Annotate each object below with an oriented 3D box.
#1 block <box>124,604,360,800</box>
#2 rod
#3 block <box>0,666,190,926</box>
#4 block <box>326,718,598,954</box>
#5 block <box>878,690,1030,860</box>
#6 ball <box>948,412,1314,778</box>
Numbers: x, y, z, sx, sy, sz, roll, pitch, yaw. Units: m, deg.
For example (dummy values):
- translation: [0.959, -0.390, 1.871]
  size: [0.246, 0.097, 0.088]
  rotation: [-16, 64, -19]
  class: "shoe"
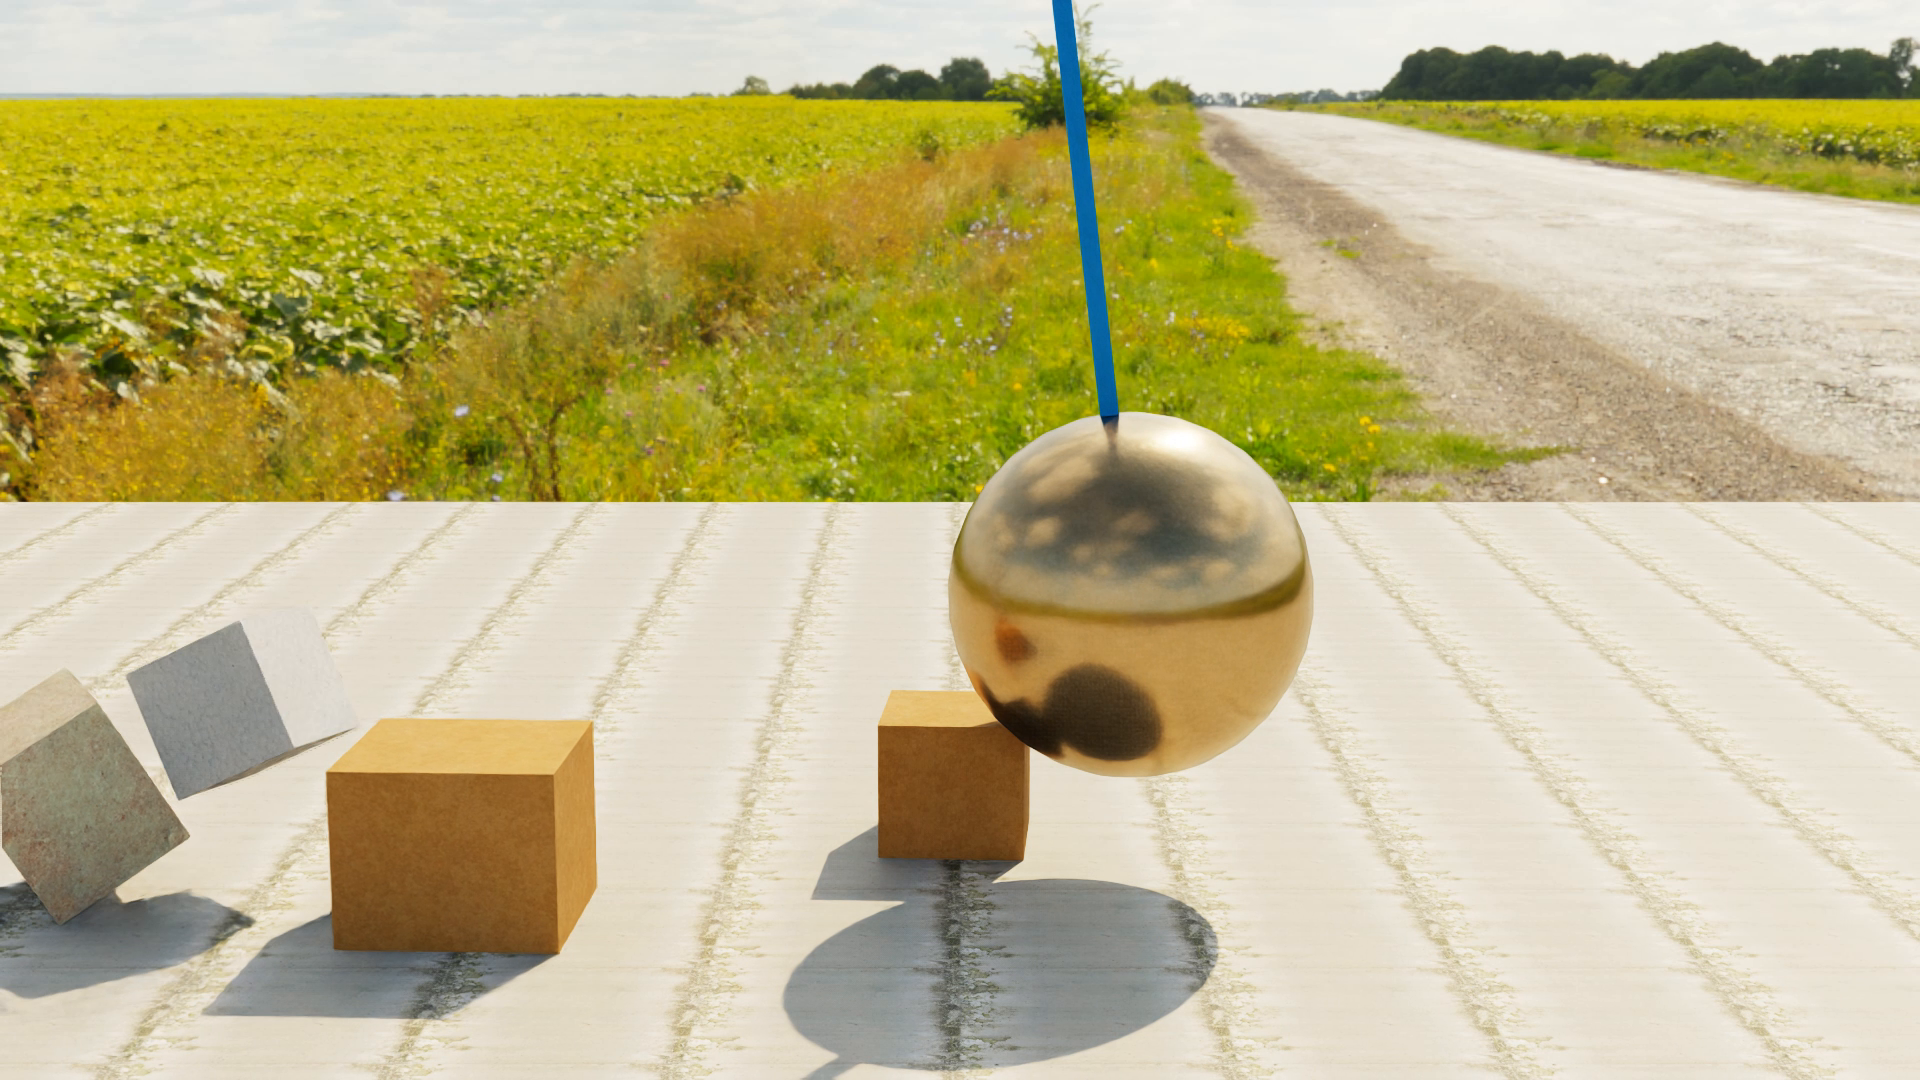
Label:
- translation: [-3.110, 0.698, 11.151]
  size: [0.633, 0.586, 0.541]
  rotation: [-24, -1, 18]
  class: "block"
- translation: [0.323, -3.080, 10.620]
  size: [0.080, 5.200, 0.080]
  rotation: [-7, 10, 1]
  class: "rod"
- translation: [-3.843, 1.084, 10.986]
  size: [0.635, 0.720, 0.738]
  rotation: [-36, 24, -19]
  class: "block"
- translation: [-2.063, 1.223, 10.744]
  size: [0.920, 0.750, 0.869]
  rotation: [0, 10, 2]
  class: "block"
- translation: [-0.019, 1.081, 11.893]
  size: [0.659, 0.618, 0.675]
  rotation: [1, 10, 4]
  class: "block"
- translation: [0.745, 0.239, 11.224]
  size: [1.600, 1.600, 1.600]
  rotation: [0, 10, 0]
  class: "ball"
